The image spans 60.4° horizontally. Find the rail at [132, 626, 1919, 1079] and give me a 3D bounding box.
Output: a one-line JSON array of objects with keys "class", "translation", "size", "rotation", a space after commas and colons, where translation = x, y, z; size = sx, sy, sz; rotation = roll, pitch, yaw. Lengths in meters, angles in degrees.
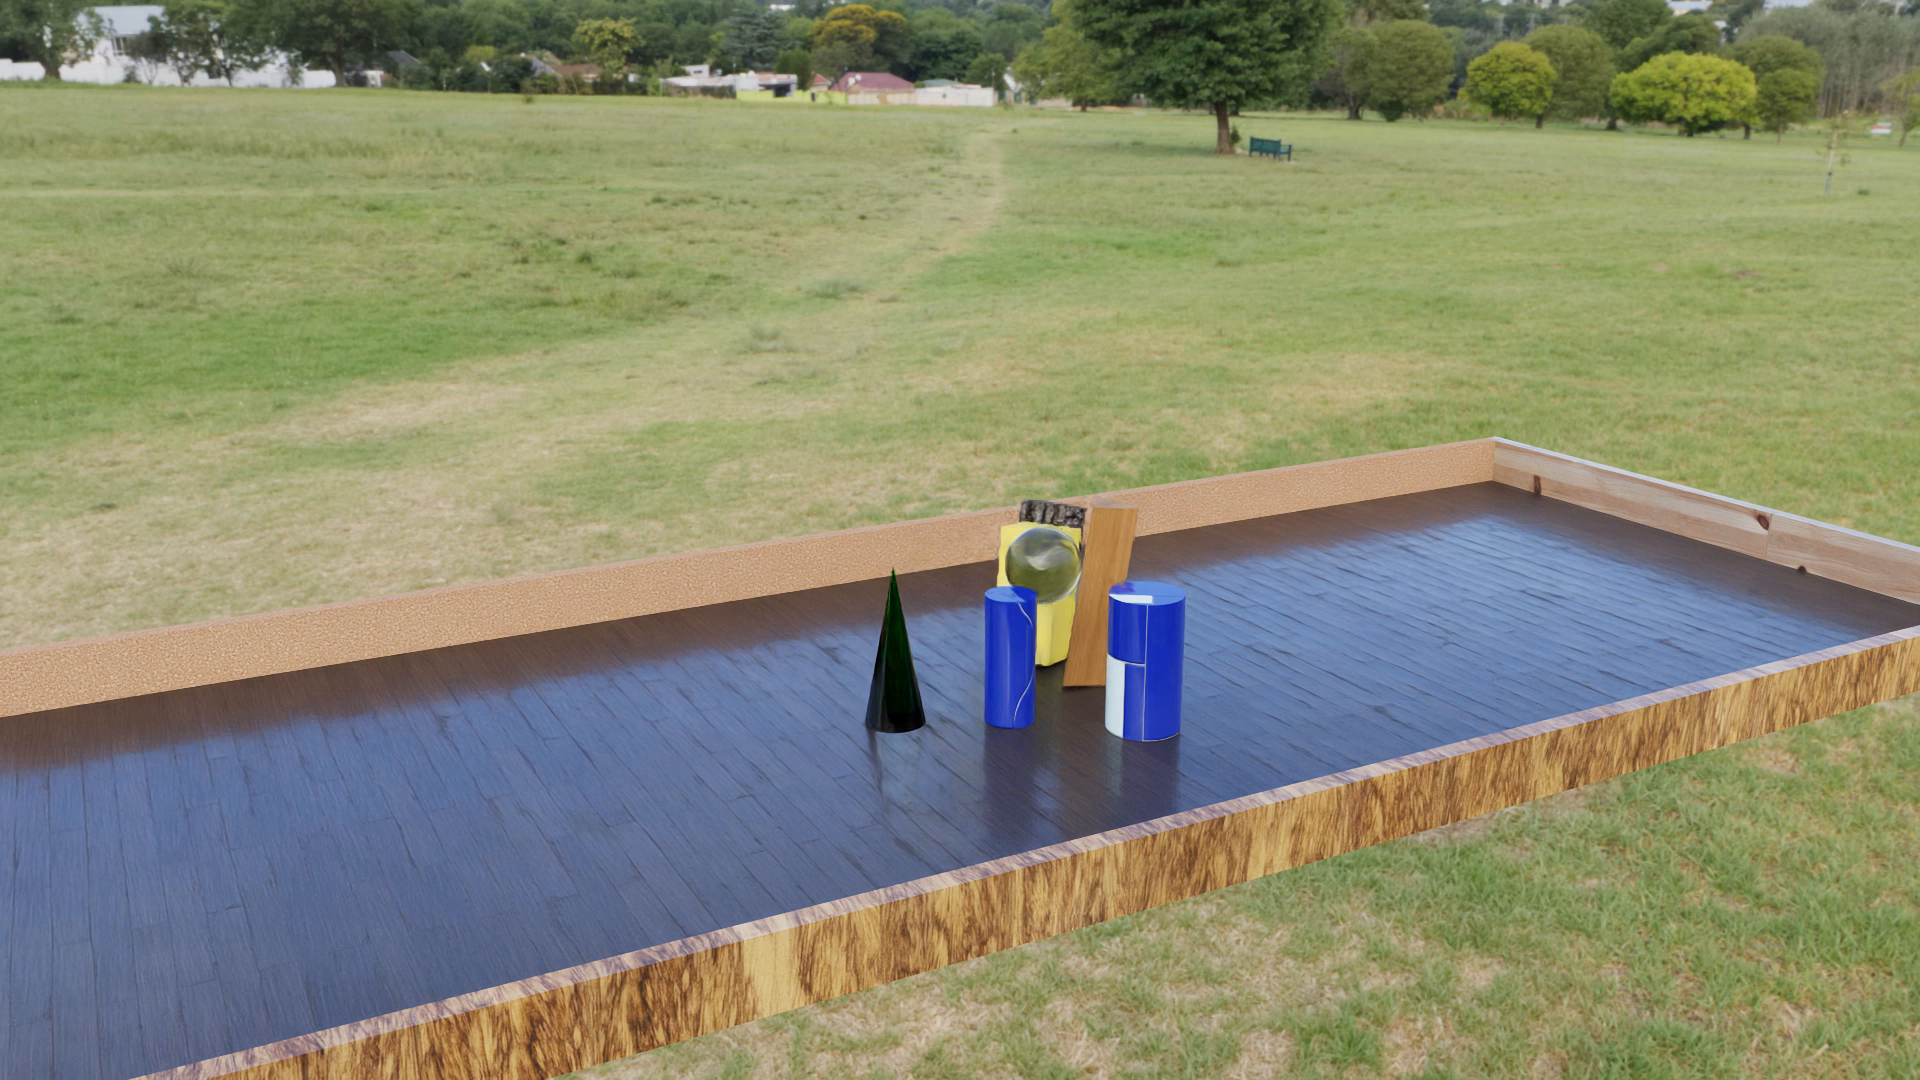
[{"class": "rail", "translation": [-2.336, 1.006, 1.665], "size": [12.000, 0.150, 0.050], "rotation": [-9, 18, -27]}]

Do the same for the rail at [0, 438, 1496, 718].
[{"class": "rail", "translation": [-3.305, 0.497, 3.399], "size": [12.000, 0.150, 0.050], "rotation": [-9, 18, -27]}]

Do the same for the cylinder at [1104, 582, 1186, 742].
[{"class": "cylinder", "translation": [0.429, 0.279, 3.822], "size": [0.177, 0.329, 0.177], "rotation": [0, 16, 0]}]

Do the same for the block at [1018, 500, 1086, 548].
[{"class": "block", "translation": [0.229, 0.080, 4.417], "size": [0.131, 0.354, 0.131], "rotation": [9, 4, 28]}]

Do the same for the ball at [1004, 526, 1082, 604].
[{"class": "ball", "translation": [0.204, 0.062, 4.038], "size": [0.191, 0.191, 0.191], "rotation": [0, 16, 0]}]

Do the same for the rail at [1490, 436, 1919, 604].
[{"class": "rail", "translation": [2.466, -0.048, 5.253], "size": [0.050, 0.150, 2.100], "rotation": [-9, 18, -27]}]

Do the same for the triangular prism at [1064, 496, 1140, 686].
[{"class": "triangular prism", "translation": [0.324, 0.126, 4.085], "size": [0.124, 0.458, 0.108], "rotation": [2, 17, -25]}]

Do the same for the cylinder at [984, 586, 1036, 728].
[{"class": "cylinder", "translation": [0.118, 0.275, 3.867], "size": [0.121, 0.312, 0.121], "rotation": [0, 16, 0]}]

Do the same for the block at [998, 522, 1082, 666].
[{"class": "block", "translation": [0.198, 0.135, 4.255], "size": [0.157, 0.338, 0.157], "rotation": [7, 8, 24]}]

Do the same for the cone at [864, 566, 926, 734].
[{"class": "cone", "translation": [-0.153, 0.242, 3.843], "size": [0.144, 0.387, 0.144], "rotation": [0, 16, 0]}]
